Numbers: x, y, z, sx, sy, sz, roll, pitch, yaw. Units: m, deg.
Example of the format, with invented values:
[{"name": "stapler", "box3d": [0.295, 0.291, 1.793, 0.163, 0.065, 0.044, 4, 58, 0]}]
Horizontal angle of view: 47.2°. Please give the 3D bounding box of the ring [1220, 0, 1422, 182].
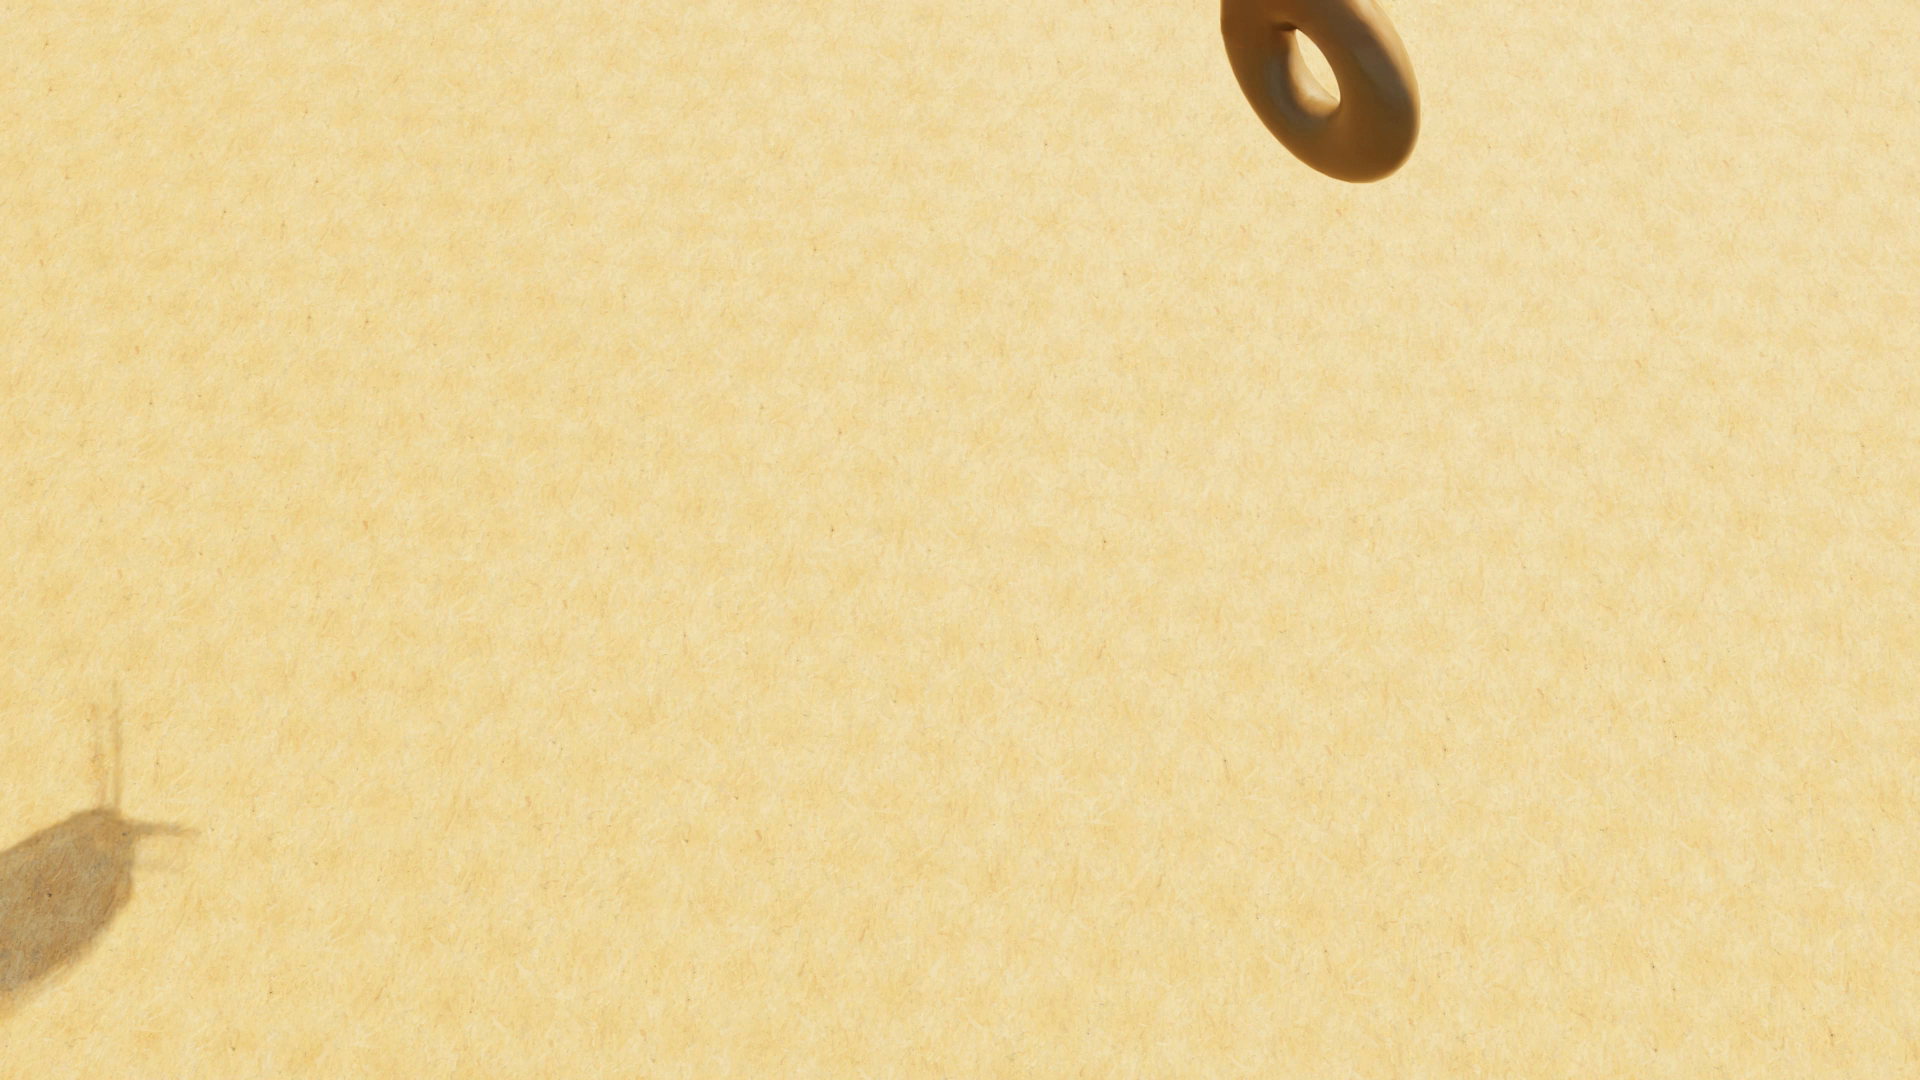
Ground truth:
[{"name": "ring", "box3d": [0.576, -0.765, 3.542, 0.105, 0.373, 0.441, -31, 66, -20]}]
